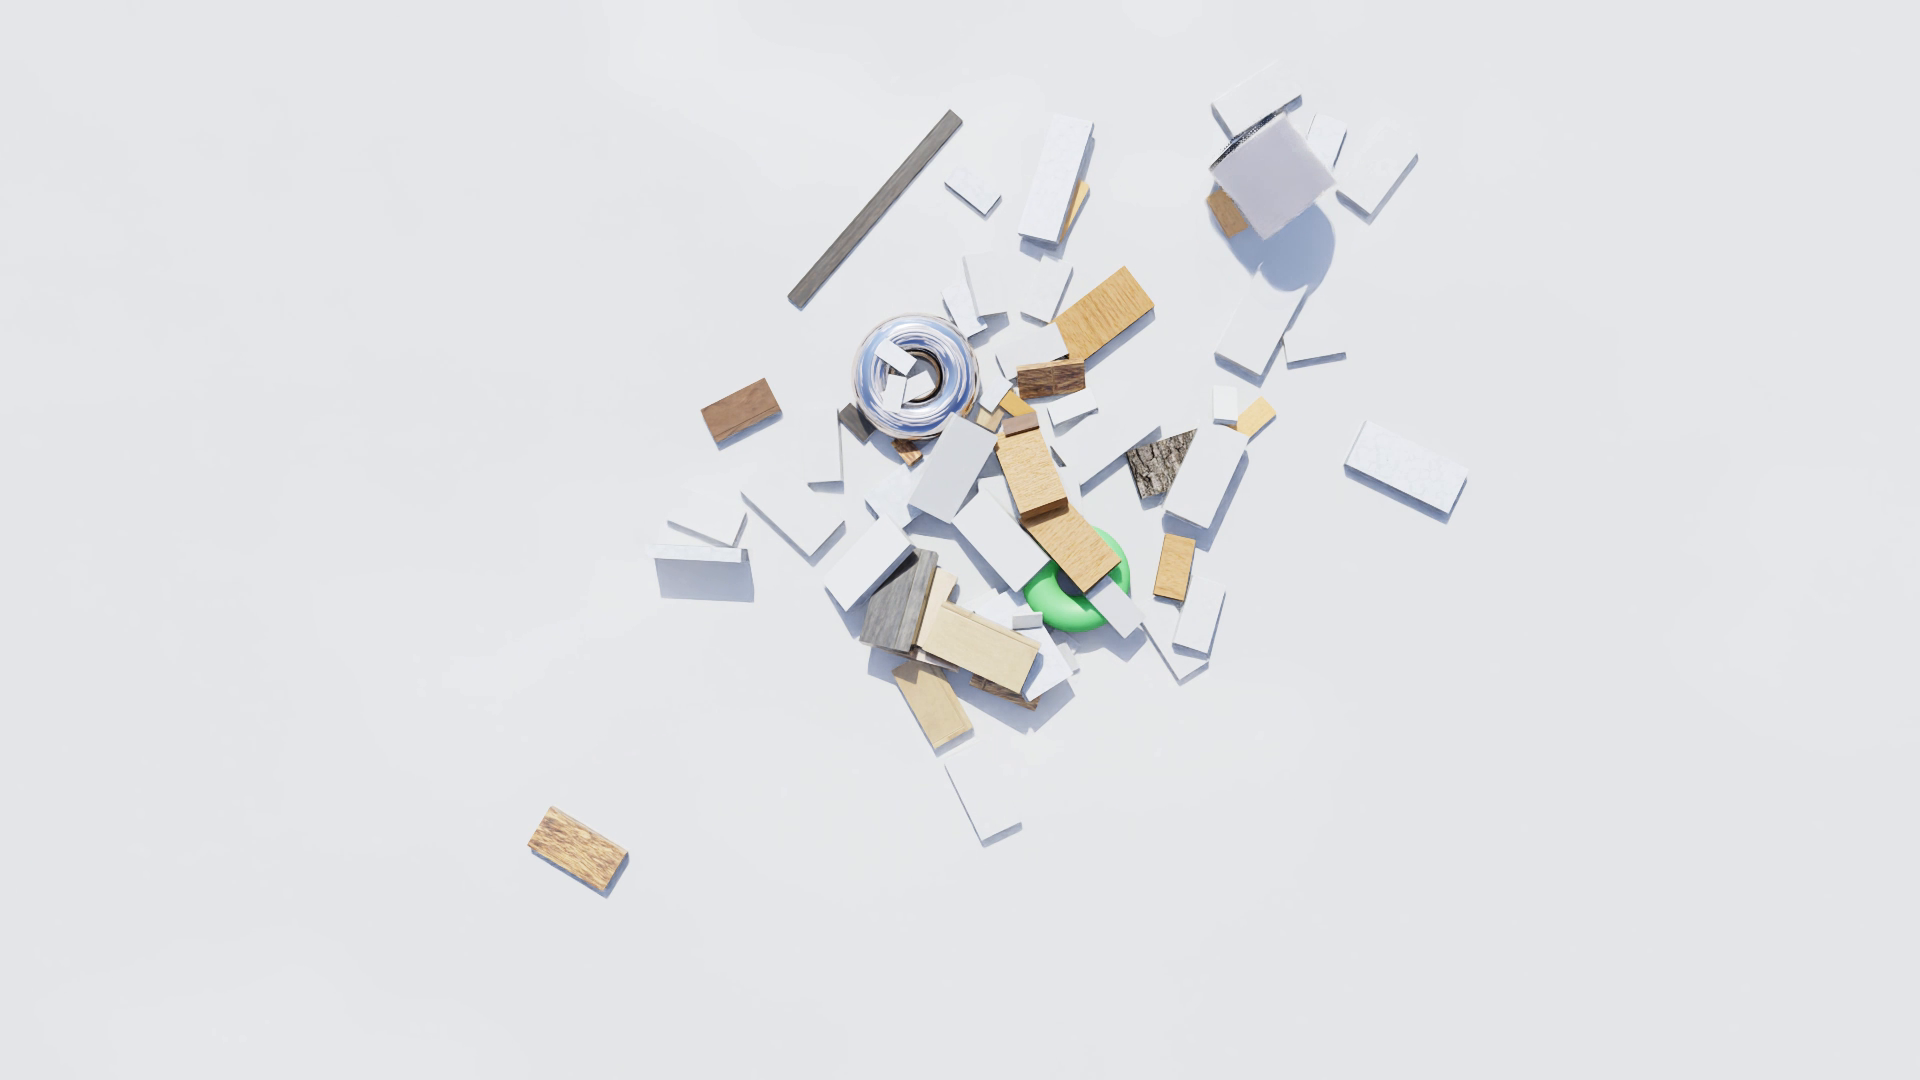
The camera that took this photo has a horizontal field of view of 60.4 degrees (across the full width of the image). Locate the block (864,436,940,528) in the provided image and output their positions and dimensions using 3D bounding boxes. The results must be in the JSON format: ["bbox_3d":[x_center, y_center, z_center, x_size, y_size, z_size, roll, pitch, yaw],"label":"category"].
[{"bbox_3d":[-0.142,-0.184,5.477,0.327,0.046,0.163,-39,90,0],"label":"block"}]

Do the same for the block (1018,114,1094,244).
[{"bbox_3d":[0.318,-1.193,5.452,0.136,0.039,0.417,16,87,16],"label":"block"}]

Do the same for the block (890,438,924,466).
[{"bbox_3d":[-0.175,-0.299,5.462,0.059,0.017,0.117,-39,58,0],"label":"block"}]

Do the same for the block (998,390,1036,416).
[{"bbox_3d":[0.193,-0.439,5.472,0.117,0.017,0.059,37,101,-15],"label":"block"}]

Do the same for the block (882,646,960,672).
[{"bbox_3d":[-0.113,0.338,5.447,0.262,0.037,0.131,15,77,9],"label":"block"}]

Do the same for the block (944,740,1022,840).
[{"bbox_3d":[0.074,0.830,5.479,0.147,0.042,0.294,-26,90,0],"label":"block"}]

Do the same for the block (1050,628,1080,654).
[{"bbox_3d":[0.347,0.337,5.493,0.099,0.014,0.050,38,90,0],"label":"block"}]

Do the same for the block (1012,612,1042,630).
[{"bbox_3d":[0.220,0.262,5.391,0.099,0.014,0.050,-4,121,-11],"label":"block"}]

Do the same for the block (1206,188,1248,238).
[{"bbox_3d":[0.890,-1.091,5.489,0.077,0.022,0.155,-30,90,0],"label":"block"}]

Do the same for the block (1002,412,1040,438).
[{"bbox_3d":[0.201,-0.382,5.452,0.117,0.017,0.059,-16,59,3],"label":"block"}]

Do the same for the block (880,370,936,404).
[{"bbox_3d":[-0.170,-0.484,5.349,0.169,0.018,0.063,-26,89,-2],"label":"block"}]

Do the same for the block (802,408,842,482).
[{"bbox_3d":[-0.457,-0.314,5.474,0.120,0.034,0.240,-3,90,9],"label":"block"}]

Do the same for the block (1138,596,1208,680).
[{"bbox_3d":[0.703,0.316,5.483,0.117,0.033,0.275,-33,90,0],"label":"block"}]

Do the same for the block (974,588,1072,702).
[{"bbox_3d":[0.204,0.339,5.421,0.173,0.049,0.346,-31,86,-15],"label":"block"}]

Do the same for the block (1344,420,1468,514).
[{"bbox_3d":[1.482,-0.242,5.477,0.375,0.046,0.161,26,90,0],"label":"block"}]

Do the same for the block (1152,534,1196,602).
[{"bbox_3d":[0.710,0.091,5.467,0.101,0.029,0.208,13,80,0],"label":"block"}]

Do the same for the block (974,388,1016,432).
[{"bbox_3d":[0.116,-0.447,5.489,0.078,0.022,0.156,27,90,0],"label":"block"}]

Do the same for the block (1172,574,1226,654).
[{"bbox_3d":[0.791,0.245,5.460,0.117,0.033,0.235,18,82,-7],"label":"block"}]

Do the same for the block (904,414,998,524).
[{"bbox_3d":[-0.027,-0.234,5.410,0.163,0.046,0.327,27,99,-20],"label":"block"}]

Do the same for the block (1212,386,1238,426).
[{"bbox_3d":[0.874,-0.445,5.441,0.077,0.022,0.155,6,49,0],"label":"block"}]

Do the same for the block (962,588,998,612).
[{"bbox_3d":[0.117,0.306,5.455,0.131,0.037,0.262,-26,85,-14],"label":"block"}]

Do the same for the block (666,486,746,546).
[{"bbox_3d":[-0.845,-0.082,5.483,0.240,0.034,0.120,22,90,0],"label":"block"}]

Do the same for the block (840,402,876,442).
[{"bbox_3d":[-0.344,-0.392,5.491,0.063,0.018,0.125,-44,90,0],"label":"block"}]

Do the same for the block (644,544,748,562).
[{"bbox_3d":[-0.865,0.043,5.422,0.311,0.155,0.044,3,90,0],"label":"block"}]

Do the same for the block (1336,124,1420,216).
[{"bbox_3d":[1.388,-1.229,5.481,0.136,0.039,0.273,37,90,0],"label":"block"}]

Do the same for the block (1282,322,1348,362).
[{"bbox_3d":[1.178,-0.658,5.486,0.202,0.029,0.101,-10,90,0],"label":"block"}]

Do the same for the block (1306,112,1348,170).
[{"bbox_3d":[1.196,-1.295,5.484,0.111,0.031,0.222,21,90,0],"label":"block"}]

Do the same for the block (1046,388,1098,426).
[{"bbox_3d":[0.373,-0.441,5.465,0.156,0.022,0.078,-22,71,9],"label":"block"}]

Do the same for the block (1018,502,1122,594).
[{"bbox_3d":[0.357,0.002,5.358,0.161,0.046,0.321,-41,78,-2],"label":"block"}]

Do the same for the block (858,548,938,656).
[{"bbox_3d":[-0.200,0.191,5.412,0.173,0.049,0.347,11,75,14],"label":"block"}]

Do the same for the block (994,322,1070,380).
[{"bbox_3d":[0.237,-0.625,5.456,0.222,0.031,0.111,-23,93,13],"label":"block"}]

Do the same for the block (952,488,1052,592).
[{"bbox_3d":[0.136,0.000,5.397,0.155,0.044,0.324,-45,77,13],"label":"block"}]

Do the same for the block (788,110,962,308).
[{"bbox_3d":[-0.283,-1.104,5.492,0.059,0.017,0.826,41,90,0],"label":"block"}]
